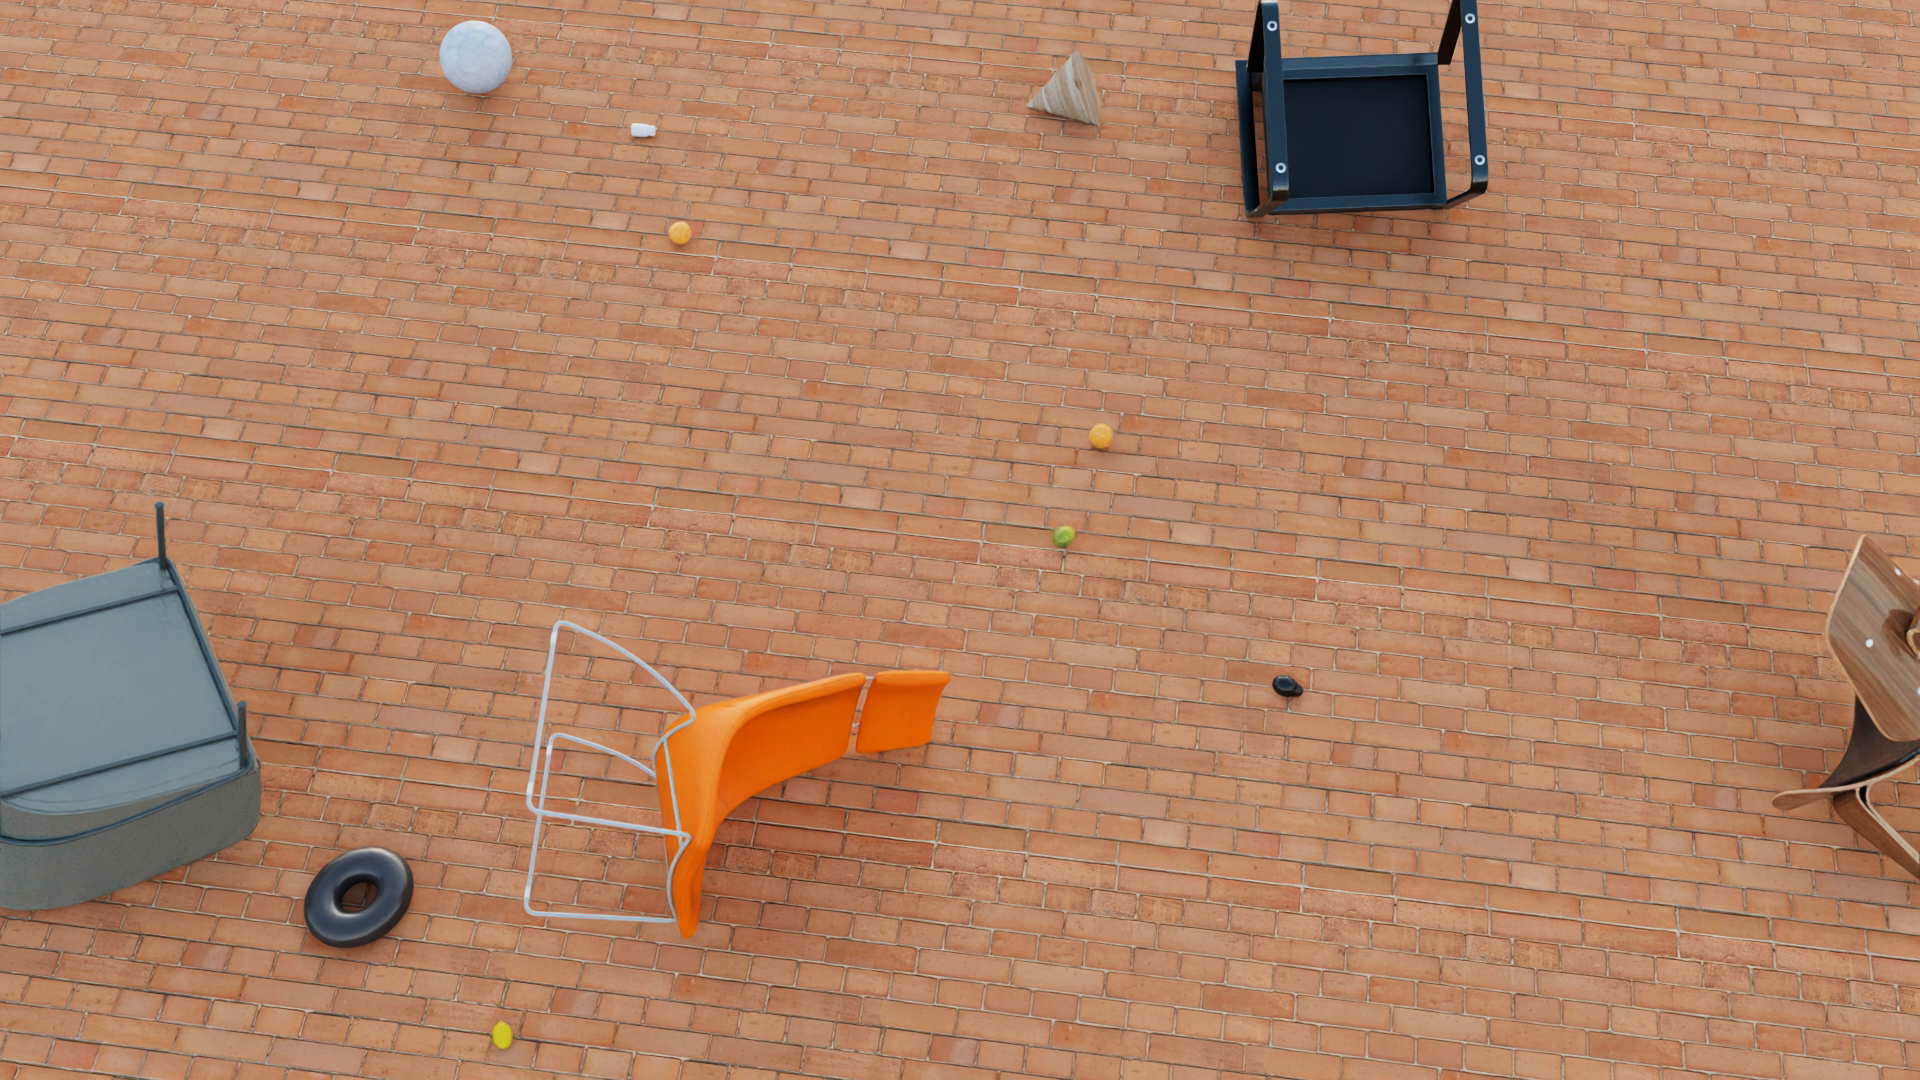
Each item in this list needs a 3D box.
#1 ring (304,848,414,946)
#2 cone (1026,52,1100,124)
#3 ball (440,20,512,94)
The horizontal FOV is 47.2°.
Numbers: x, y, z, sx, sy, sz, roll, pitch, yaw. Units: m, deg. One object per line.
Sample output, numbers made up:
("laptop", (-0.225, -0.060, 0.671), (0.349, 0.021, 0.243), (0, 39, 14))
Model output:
("ring", (-1.607, 0.954, 5.880), (0.268, 0.091, 0.306), (37, 64, 23))
("cone", (0.327, -1.516, 7.528), (0.229, 0.254, 0.208), (-13, 10, 25))
("ball", (-1.659, -1.655, 7.537), (0.245, 0.245, 0.245), (0, 56, 0))
